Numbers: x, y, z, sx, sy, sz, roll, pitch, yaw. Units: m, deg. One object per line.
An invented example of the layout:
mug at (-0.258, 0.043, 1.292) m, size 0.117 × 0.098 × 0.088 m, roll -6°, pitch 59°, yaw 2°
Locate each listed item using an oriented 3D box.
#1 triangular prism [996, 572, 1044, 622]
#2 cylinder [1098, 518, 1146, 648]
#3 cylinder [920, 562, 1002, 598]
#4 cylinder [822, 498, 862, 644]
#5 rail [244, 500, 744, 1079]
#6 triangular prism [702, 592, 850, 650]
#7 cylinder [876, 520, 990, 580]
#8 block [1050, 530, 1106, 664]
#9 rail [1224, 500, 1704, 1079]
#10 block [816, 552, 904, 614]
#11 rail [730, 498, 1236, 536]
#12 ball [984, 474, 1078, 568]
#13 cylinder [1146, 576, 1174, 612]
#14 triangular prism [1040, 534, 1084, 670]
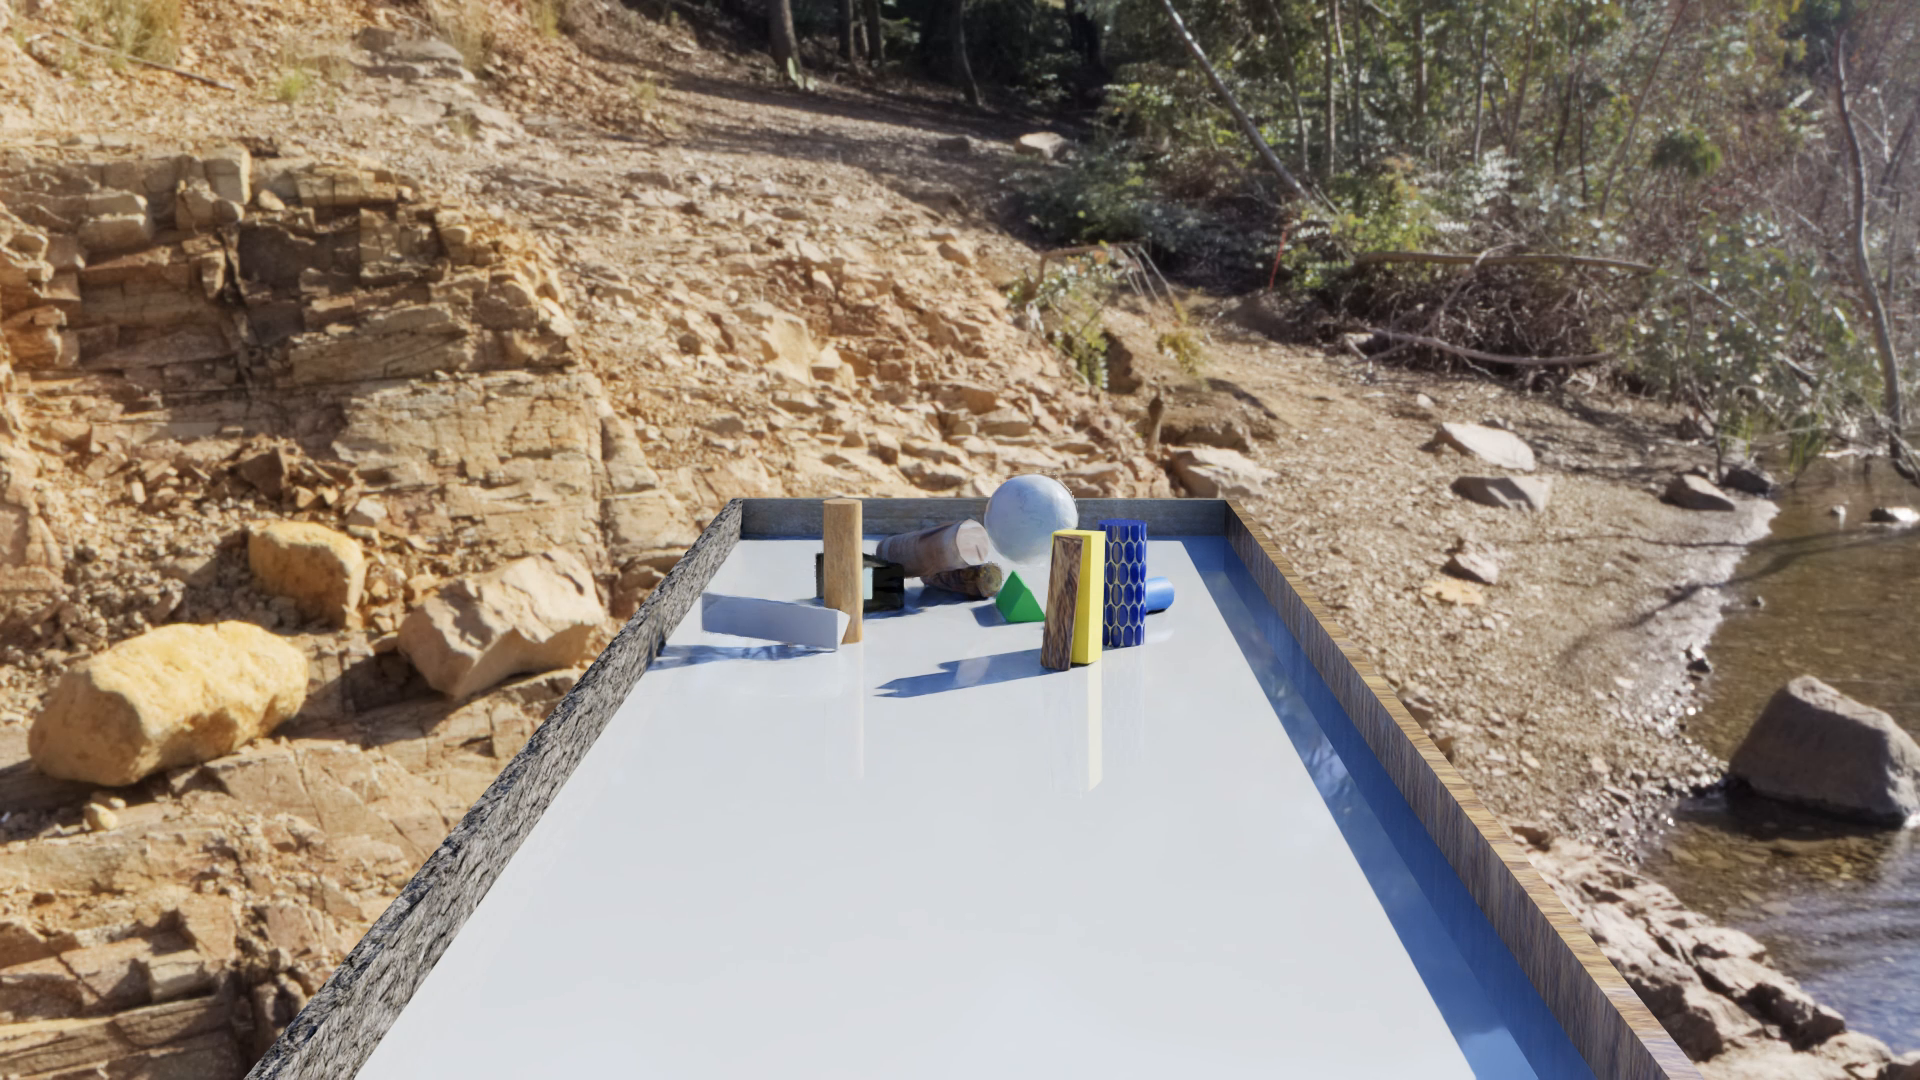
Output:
triangular prism at (0.205, 0.186, 7.458) m, size 0.130 × 0.113 × 0.341 m, roll -1°, pitch 9°, yaw -6°
cylinder at (0.510, 0.134, 6.936) m, size 0.152 × 0.384 × 0.152 m, roll 0°, pitch 9°, yaw 0°
cylinder at (0.000, 0.125, 7.842) m, size 0.118 × 0.118 × 0.320 m, roll -8°, pitch 12°, yaw -42°
cylinder at (-0.371, 0.098, 6.965) m, size 0.123 × 0.445 × 0.123 m, roll 0°, pitch 9°, yaw 0°
rail at (-1.004, 0.839, 3.234) m, size 0.050 × 0.150 × 12.000 m, roll 0°, pitch 9°, yaw 1°
triangular prism at (-0.587, 0.227, 6.889) m, size 0.454 × 0.117 × 0.136 m, roll 7°, pitch 51°, yaw 15°
cylinder at (-0.099, 0.039, 7.701) m, size 0.412 × 0.161 × 0.161 m, roll -12°, pitch -2°, yaw 44°
block at (0.354, 0.170, 6.674) m, size 0.127 × 0.389 × 0.127 m, roll 4°, pitch 6°, yaw 22°
rail at (1.046, 0.843, 3.208) m, size 0.050 × 0.150 × 12.000 m, roll 0°, pitch 9°, yaw 1°
block at (-0.350, 0.143, 7.611) m, size 0.155 × 0.155 × 0.355 m, roll -5°, pitch 10°, yaw -30°
rail at (0.099, -0.098, 9.147) m, size 2.100 × 0.150 × 0.050 m, roll 0°, pitch 9°, yaw 1°
ball at (0.257, -0.071, 7.960) m, size 0.338 × 0.338 × 0.338 m, roll 0°, pitch 9°, yaw 0°
cylinder at (0.551, 0.201, 7.388) m, size 0.385 × 0.111 × 0.111 m, roll -8°, pitch 12°, yaw -42°
triangular prism at (0.319, 0.184, 6.577) m, size 0.094 × 0.395 × 0.082 m, roll 9°, pitch 8°, yaw 24°
